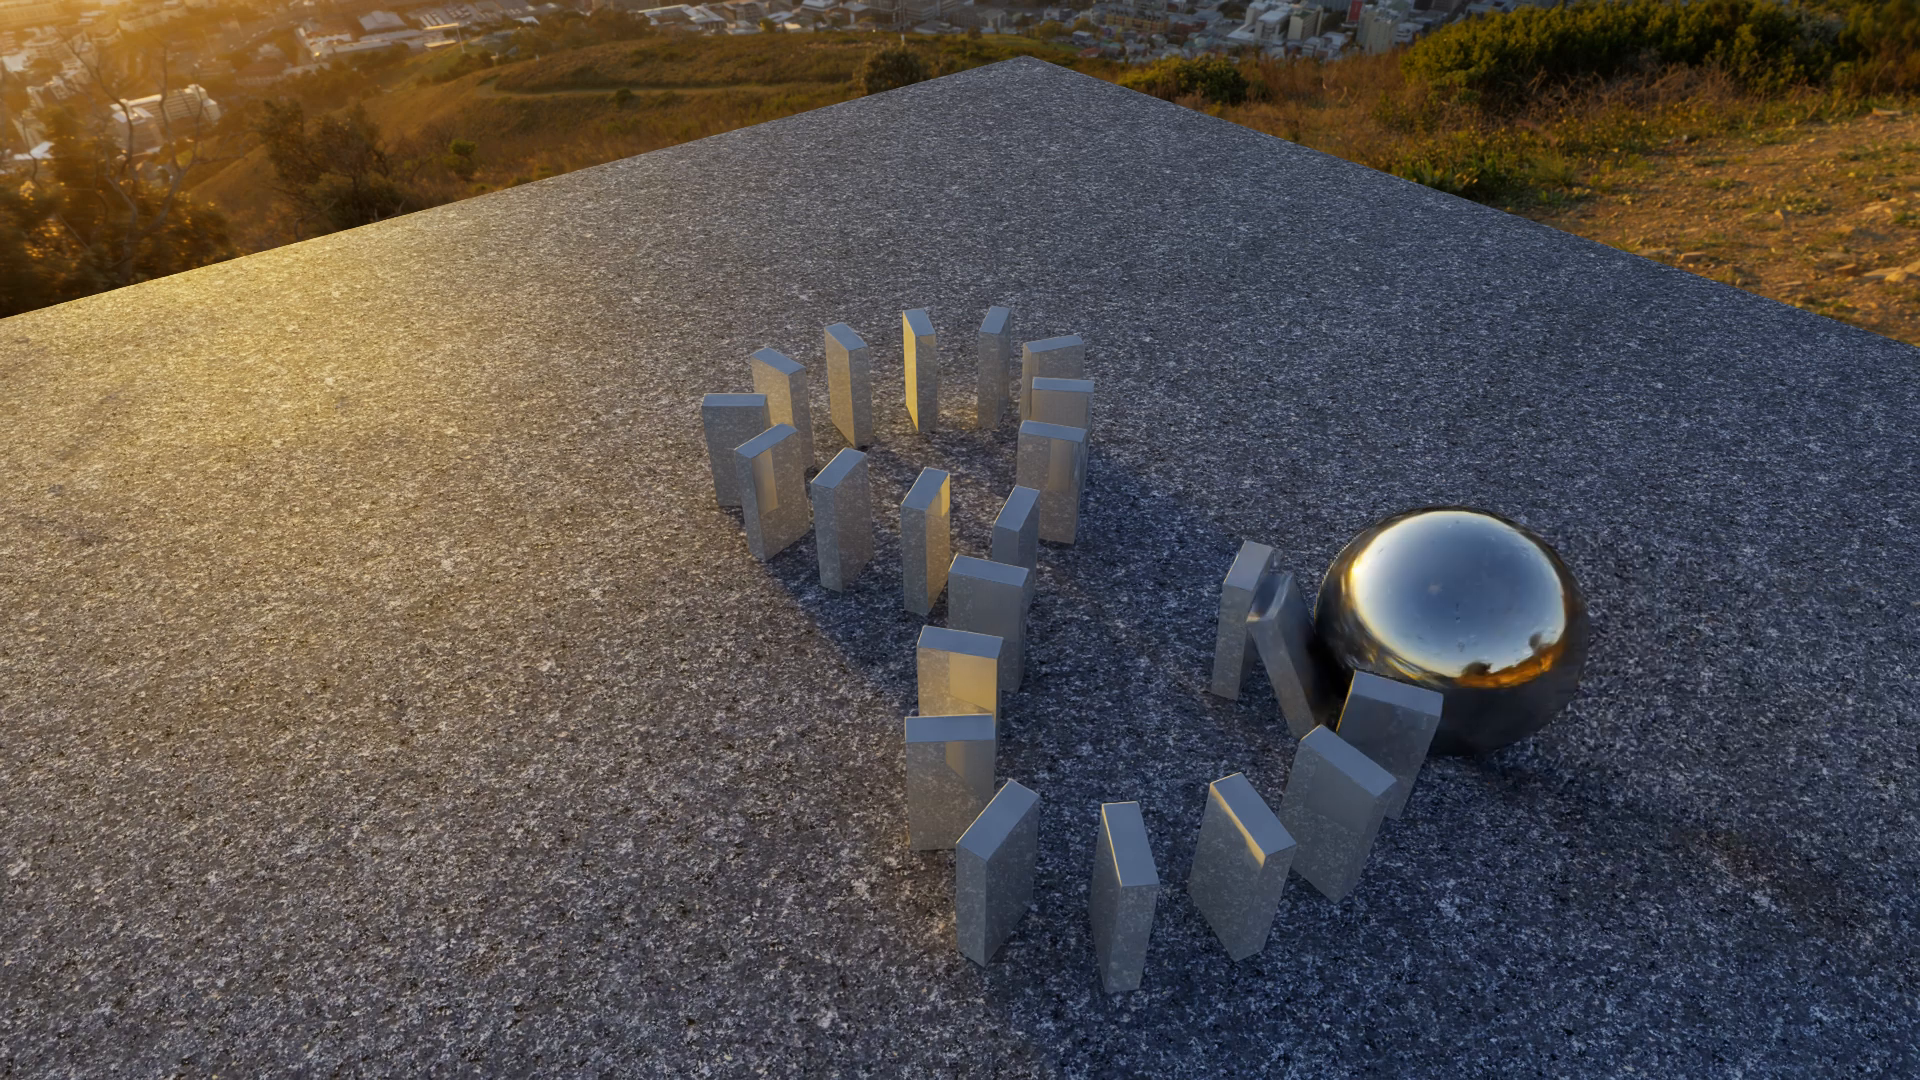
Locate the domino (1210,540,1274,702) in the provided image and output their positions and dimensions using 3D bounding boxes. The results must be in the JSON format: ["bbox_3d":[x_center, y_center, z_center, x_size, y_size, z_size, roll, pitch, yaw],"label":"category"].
[{"bbox_3d":[0.096,0.028,0.377,0.009,0.050,0.025,16,42,24],"label":"domino"}]

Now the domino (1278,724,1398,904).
[{"bbox_3d":[0.106,0.079,0.315,0.009,0.050,0.025,-27,46,-29],"label":"domino"}]

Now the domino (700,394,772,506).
[{"bbox_3d":[-0.091,-0.037,0.456,0.025,0.050,0.009,0,39,0],"label":"domino"}]

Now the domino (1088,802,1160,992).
[{"bbox_3d":[0.043,0.096,0.294,0.009,0.050,0.025,-3,39,-4],"label":"domino"}]

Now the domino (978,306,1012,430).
[{"bbox_3d":[0.016,-0.079,0.508,0.009,0.050,0.025,9,40,11],"label":"domino"}]

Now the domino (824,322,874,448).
[{"bbox_3d":[-0.050,-0.070,0.497,0.010,0.050,0.025,-20,43,-23],"label":"domino"}]

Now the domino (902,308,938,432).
[{"bbox_3d":[-0.018,-0.078,0.507,0.009,0.050,0.025,-10,40,-12],"label":"domino"}]

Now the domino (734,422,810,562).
[{"bbox_3d":[-0.074,-0.019,0.434,0.009,0.050,0.025,27,46,29],"label":"domino"}]

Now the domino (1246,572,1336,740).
[{"bbox_3d":[0.111,0.039,0.365,0.009,0.050,0.025,-9,29,36],"label":"domino"}]

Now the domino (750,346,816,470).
[{"bbox_3d":[-0.077,-0.056,0.480,0.025,0.050,0.009,30,48,32],"label":"domino"}]

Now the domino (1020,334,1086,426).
[{"bbox_3d":[0.041,-0.066,0.492,0.025,0.050,0.009,-12,41,-14],"label":"domino"}]

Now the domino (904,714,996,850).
[{"bbox_3d":[-0.003,0.072,0.324,0.025,0.050,0.010,-2,39,-2],"label":"domino"}]

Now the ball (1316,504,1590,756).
[{"bbox_3d":[0.156,0.029,0.353,0.080,0.080,0.080,0,39,0],"label":"ball"}]

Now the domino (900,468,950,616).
[{"bbox_3d":[-0.012,0.001,0.410,0.009,0.050,0.025,13,41,15],"label":"domino"}]

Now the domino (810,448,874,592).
[{"bbox_3d":[-0.044,-0.007,0.420,0.010,0.050,0.025,17,42,19],"label":"domino"}]

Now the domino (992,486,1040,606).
[{"bbox_3d":[0.020,0.008,0.402,0.010,0.050,0.025,13,41,16],"label":"domino"}]

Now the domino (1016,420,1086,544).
[{"bbox_3d":[0.036,-0.023,0.439,0.025,0.050,0.010,10,40,12],"label":"domino"}]

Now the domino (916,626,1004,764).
[{"bbox_3d":[0.000,0.050,0.350,0.025,0.050,0.010,8,40,10],"label":"domino"}]

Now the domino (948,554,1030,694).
[{"bbox_3d":[0.009,0.029,0.376,0.025,0.050,0.009,11,41,14],"label":"domino"}]

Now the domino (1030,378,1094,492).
[{"bbox_3d":[0.042,-0.044,0.465,0.025,0.050,0.009,4,40,5],"label":"domino"}]

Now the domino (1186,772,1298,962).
[{"bbox_3d":[0.076,0.090,0.301,0.010,0.050,0.025,-15,42,-18],"label":"domino"}]

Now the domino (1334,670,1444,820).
[{"bbox_3d":[0.127,0.063,0.334,0.025,0.050,0.010,15,44,18],"label":"domino"}]

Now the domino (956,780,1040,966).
[{"bbox_3d":[0.010,0.091,0.300,0.009,0.050,0.025,24,45,27],"label":"domino"}]
